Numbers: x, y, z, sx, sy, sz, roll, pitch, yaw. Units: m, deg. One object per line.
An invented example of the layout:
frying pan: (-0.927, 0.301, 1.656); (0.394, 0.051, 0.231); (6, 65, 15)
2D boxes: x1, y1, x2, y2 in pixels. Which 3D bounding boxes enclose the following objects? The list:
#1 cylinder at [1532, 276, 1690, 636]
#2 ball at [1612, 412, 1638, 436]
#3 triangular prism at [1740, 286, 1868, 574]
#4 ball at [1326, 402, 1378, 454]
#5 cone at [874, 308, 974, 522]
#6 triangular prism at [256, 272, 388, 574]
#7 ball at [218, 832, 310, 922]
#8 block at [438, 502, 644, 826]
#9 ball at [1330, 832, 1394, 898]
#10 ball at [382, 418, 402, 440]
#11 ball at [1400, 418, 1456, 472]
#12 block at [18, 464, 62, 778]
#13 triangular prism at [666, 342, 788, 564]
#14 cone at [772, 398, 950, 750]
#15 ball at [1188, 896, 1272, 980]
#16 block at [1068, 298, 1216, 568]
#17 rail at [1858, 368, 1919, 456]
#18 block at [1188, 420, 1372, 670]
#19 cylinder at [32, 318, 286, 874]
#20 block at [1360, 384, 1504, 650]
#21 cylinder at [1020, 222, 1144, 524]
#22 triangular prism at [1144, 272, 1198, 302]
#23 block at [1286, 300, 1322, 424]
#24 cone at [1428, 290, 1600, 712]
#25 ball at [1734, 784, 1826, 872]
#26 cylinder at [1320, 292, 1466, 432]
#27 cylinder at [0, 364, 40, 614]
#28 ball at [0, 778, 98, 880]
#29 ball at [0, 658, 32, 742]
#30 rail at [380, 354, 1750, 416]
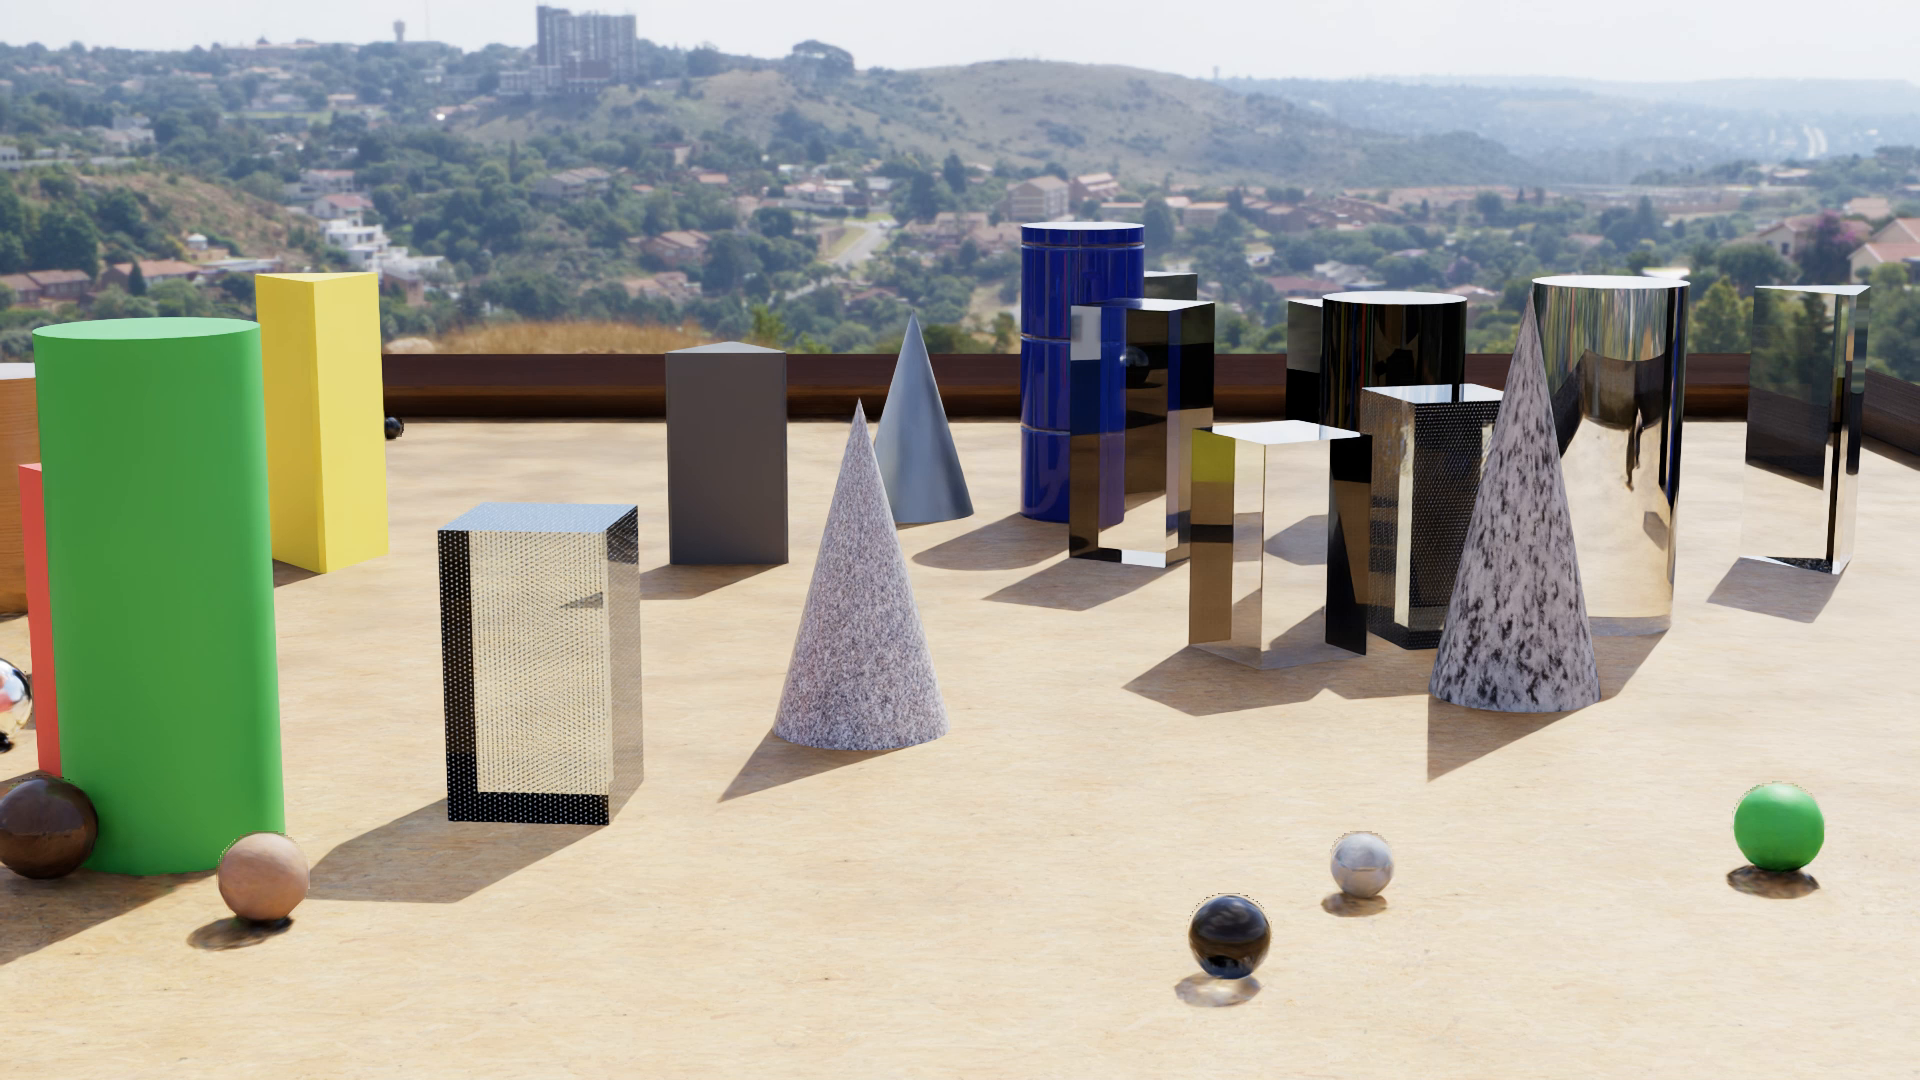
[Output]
cylinder: (0.846, -0.115, 3.375); (0.200, 0.450, 0.200); (0, 10, 0)
ball: (1.323, -0.229, 5.100); (0.048, 0.048, 0.048); (0, 10, 0)
triangular prism: (1.284, -0.170, 3.798); (0.150, 0.405, 0.173); (-7, 13, -34)
ball: (0.745, -0.214, 4.880); (0.098, 0.098, 0.098); (0, 10, 0)
cone: (-0.076, -0.213, 4.210); (0.200, 0.340, 0.200); (0, 10, 0)
triangular prism: (-0.924, -0.180, 3.802); (0.150, 0.423, 0.173); (-9, 14, -39)
ball: (-0.600, 0.291, 2.210); (0.076, 0.076, 0.076); (0, 10, 0)
block: (-0.413, 0.119, 2.551); (0.160, 0.289, 0.160); (1, 11, 5)
ball: (0.357, 0.288, 2.275); (0.057, 0.057, 0.057); (0, 10, 0)
ball: (-1.124, -0.220, 5.064); (0.043, 0.043, 0.043); (0, 10, 0)
ball: (0.850, -0.173, 4.653); (0.099, 0.099, 0.099); (0, 10, 0)
block: (-0.854, 0.082, 2.661); (0.160, 0.322, 0.160); (-10, 14, -43)
triangular prism: (-0.345, -0.133, 3.846); (0.173, 0.314, 0.150); (0, 10, -2)
cone: (-0.110, 0.026, 2.830); (0.200, 0.371, 0.200); (0, 10, 0)
ball: (0.218, 0.321, 2.071); (0.067, 0.067, 0.067); (0, 10, 0)
block: (0.273, -0.165, 3.845); (0.160, 0.378, 0.160); (6, 12, 30)
rail: (1.798, 0.031, 3.459); (0.045, 0.130, 3.955); (0, 10, 0)
block: (0.399, 0.002, 3.212); (0.160, 0.278, 0.160); (-6, 12, -28)
cylinder: (-0.744, 0.047, 2.393); (0.200, 0.490, 0.200); (0, 10, 0)
block: (0.619, -0.033, 3.307); (0.160, 0.314, 0.160); (-3, 11, -16)
cylinder: (0.198, -0.276, 4.184); (0.200, 0.472, 0.200); (0, 10, 0)
triangular prism: (0.301, -0.285, 4.519); (0.173, 0.370, 0.150); (-7, 12, -32)
block: (0.641, -0.214, 4.196); (0.160, 0.347, 0.160); (-4, 11, -19)
cone: (0.653, -0.056, 2.981); (0.200, 0.477, 0.200); (0, 10, 0)
ball: (0.748, 0.264, 2.344); (0.080, 0.080, 0.080); (0, 10, 0)
cylinder: (0.605, -0.137, 3.611); (0.200, 0.408, 0.200); (0, 10, 0)
cylinder: (-1.309, -0.074, 3.519); (0.200, 0.317, 0.200); (0, 10, 0)
ball: (-0.824, 0.260, 2.309); (0.092, 0.092, 0.092); (0, 10, 0)
ball: (-1.058, 0.174, 2.783); (0.097, 0.097, 0.097); (0, 10, 0)
rail: (-0.011, -0.322, 5.370); (3.643, 0.130, 0.045); (0, 10, 0)
